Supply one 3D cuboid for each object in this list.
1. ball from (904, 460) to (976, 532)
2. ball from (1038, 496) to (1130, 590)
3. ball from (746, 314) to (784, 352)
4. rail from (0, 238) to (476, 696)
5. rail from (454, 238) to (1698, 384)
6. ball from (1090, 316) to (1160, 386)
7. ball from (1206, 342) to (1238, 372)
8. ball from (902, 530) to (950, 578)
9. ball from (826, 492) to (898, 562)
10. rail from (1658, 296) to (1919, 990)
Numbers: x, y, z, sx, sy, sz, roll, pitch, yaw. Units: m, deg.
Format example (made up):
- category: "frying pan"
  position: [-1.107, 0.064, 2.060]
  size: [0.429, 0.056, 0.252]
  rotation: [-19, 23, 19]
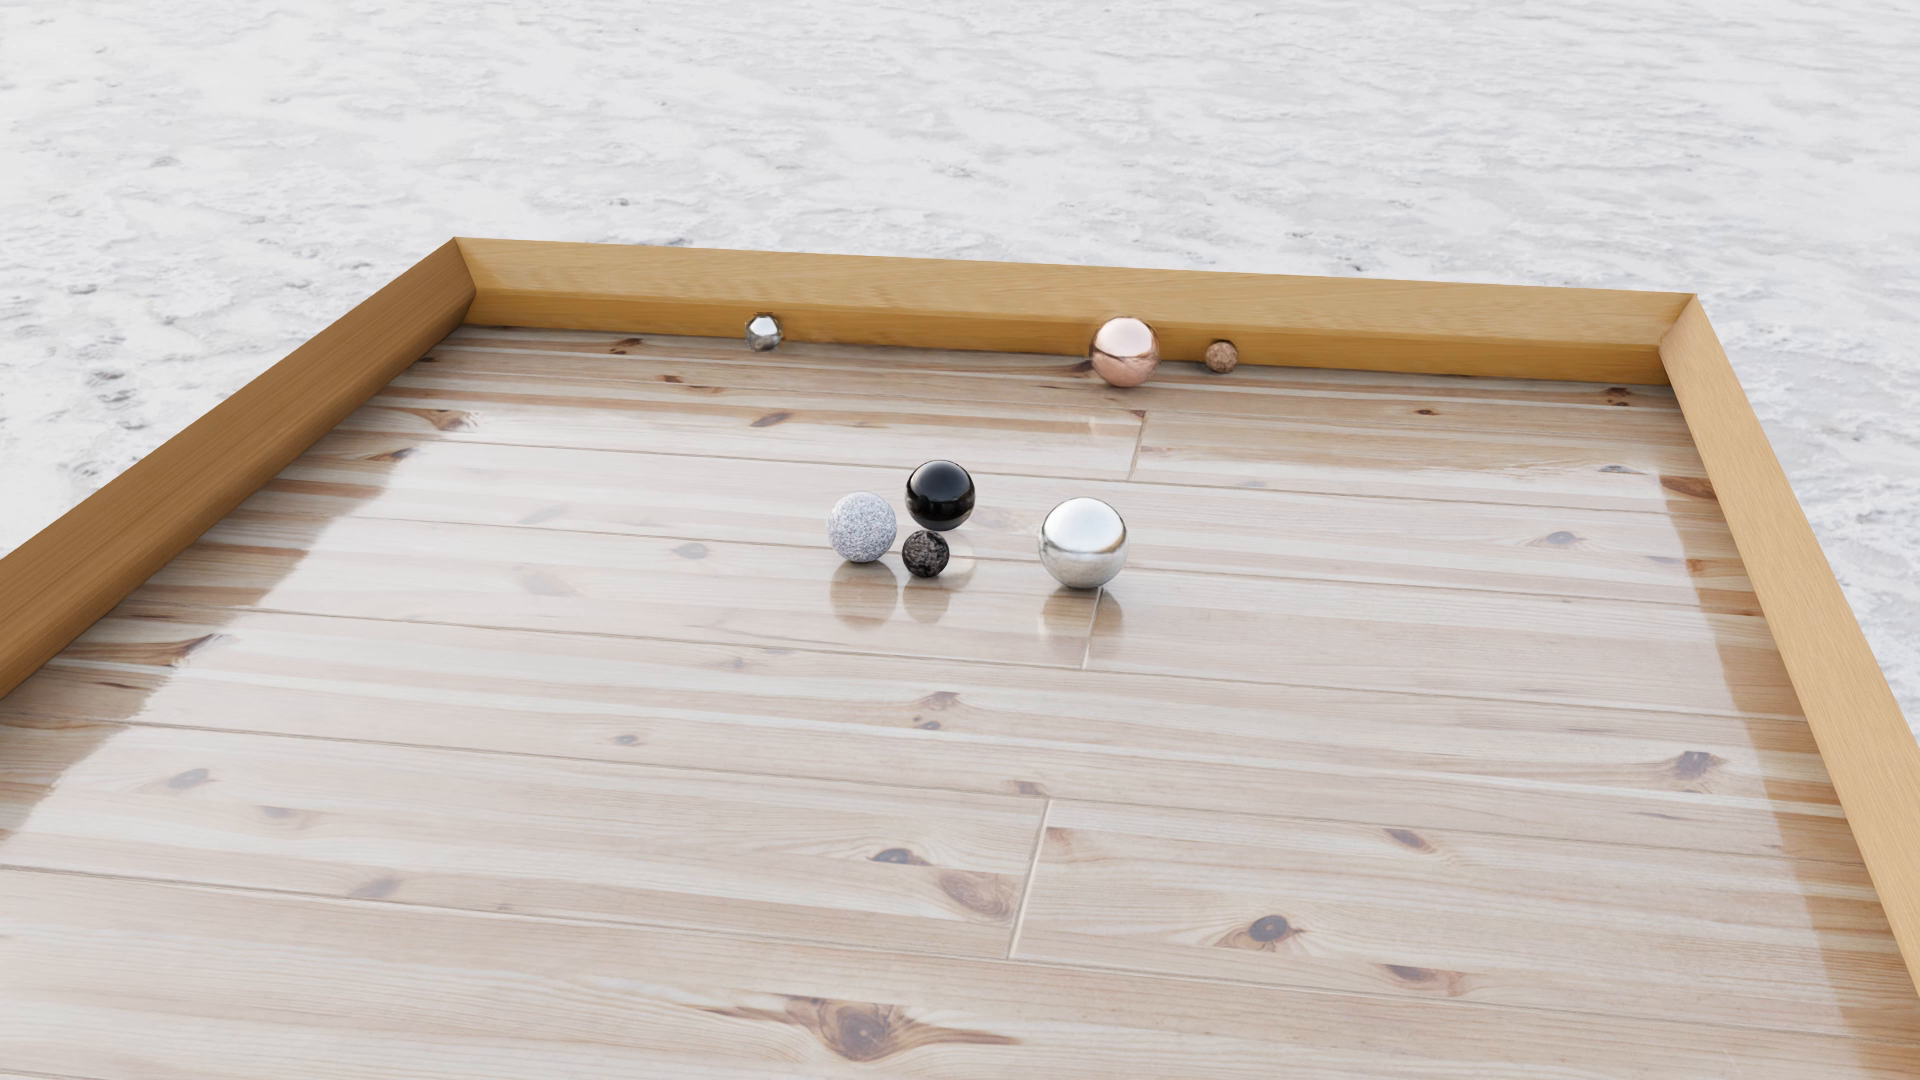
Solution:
- category: "ball"
  position: [-0.022, -0.049, 2.435]
  size: [0.080, 0.080, 0.080]
  rotation: [0, 23, 0]
- category: "ball"
  position: [0.129, 0.003, 2.292]
  size: [0.096, 0.096, 0.096]
  rotation: [0, 23, 0]
- category: "ball"
  position: [-0.268, -0.285, 3.021]
  size: [0.051, 0.051, 0.051]
  rotation: [0, 23, 0]
- category: "rail"
  position: [-0.930, 0.207, 1.777]
  size: [0.045, 0.125, 2.960]
  rotation: [4, 23, 9]
- category: "rail"
  position: [0.116, -0.306, 2.975]
  size: [1.690, 0.125, 0.045]
  rotation: [4, 23, 9]
- category: "ball"
  position: [0.215, -0.247, 2.881]
  size: [0.092, 0.092, 0.092]
  rotation: [0, 23, 0]
- category: "ball"
  position: [0.349, -0.244, 2.937]
  size: [0.042, 0.042, 0.042]
  rotation: [0, 23, 0]
- category: "ball"
  position: [-0.036, 0.014, 2.323]
  size: [0.051, 0.051, 0.051]
  rotation: [0, 23, 0]
- category: "ball"
  position: [-0.106, -0.014, 2.357]
  size: [0.077, 0.077, 0.077]
  rotation: [0, 23, 0]
- category: "rail"
  position: [0.691, 0.312, 1.532]
  size: [0.045, 0.125, 2.960]
  rotation: [4, 23, 9]
